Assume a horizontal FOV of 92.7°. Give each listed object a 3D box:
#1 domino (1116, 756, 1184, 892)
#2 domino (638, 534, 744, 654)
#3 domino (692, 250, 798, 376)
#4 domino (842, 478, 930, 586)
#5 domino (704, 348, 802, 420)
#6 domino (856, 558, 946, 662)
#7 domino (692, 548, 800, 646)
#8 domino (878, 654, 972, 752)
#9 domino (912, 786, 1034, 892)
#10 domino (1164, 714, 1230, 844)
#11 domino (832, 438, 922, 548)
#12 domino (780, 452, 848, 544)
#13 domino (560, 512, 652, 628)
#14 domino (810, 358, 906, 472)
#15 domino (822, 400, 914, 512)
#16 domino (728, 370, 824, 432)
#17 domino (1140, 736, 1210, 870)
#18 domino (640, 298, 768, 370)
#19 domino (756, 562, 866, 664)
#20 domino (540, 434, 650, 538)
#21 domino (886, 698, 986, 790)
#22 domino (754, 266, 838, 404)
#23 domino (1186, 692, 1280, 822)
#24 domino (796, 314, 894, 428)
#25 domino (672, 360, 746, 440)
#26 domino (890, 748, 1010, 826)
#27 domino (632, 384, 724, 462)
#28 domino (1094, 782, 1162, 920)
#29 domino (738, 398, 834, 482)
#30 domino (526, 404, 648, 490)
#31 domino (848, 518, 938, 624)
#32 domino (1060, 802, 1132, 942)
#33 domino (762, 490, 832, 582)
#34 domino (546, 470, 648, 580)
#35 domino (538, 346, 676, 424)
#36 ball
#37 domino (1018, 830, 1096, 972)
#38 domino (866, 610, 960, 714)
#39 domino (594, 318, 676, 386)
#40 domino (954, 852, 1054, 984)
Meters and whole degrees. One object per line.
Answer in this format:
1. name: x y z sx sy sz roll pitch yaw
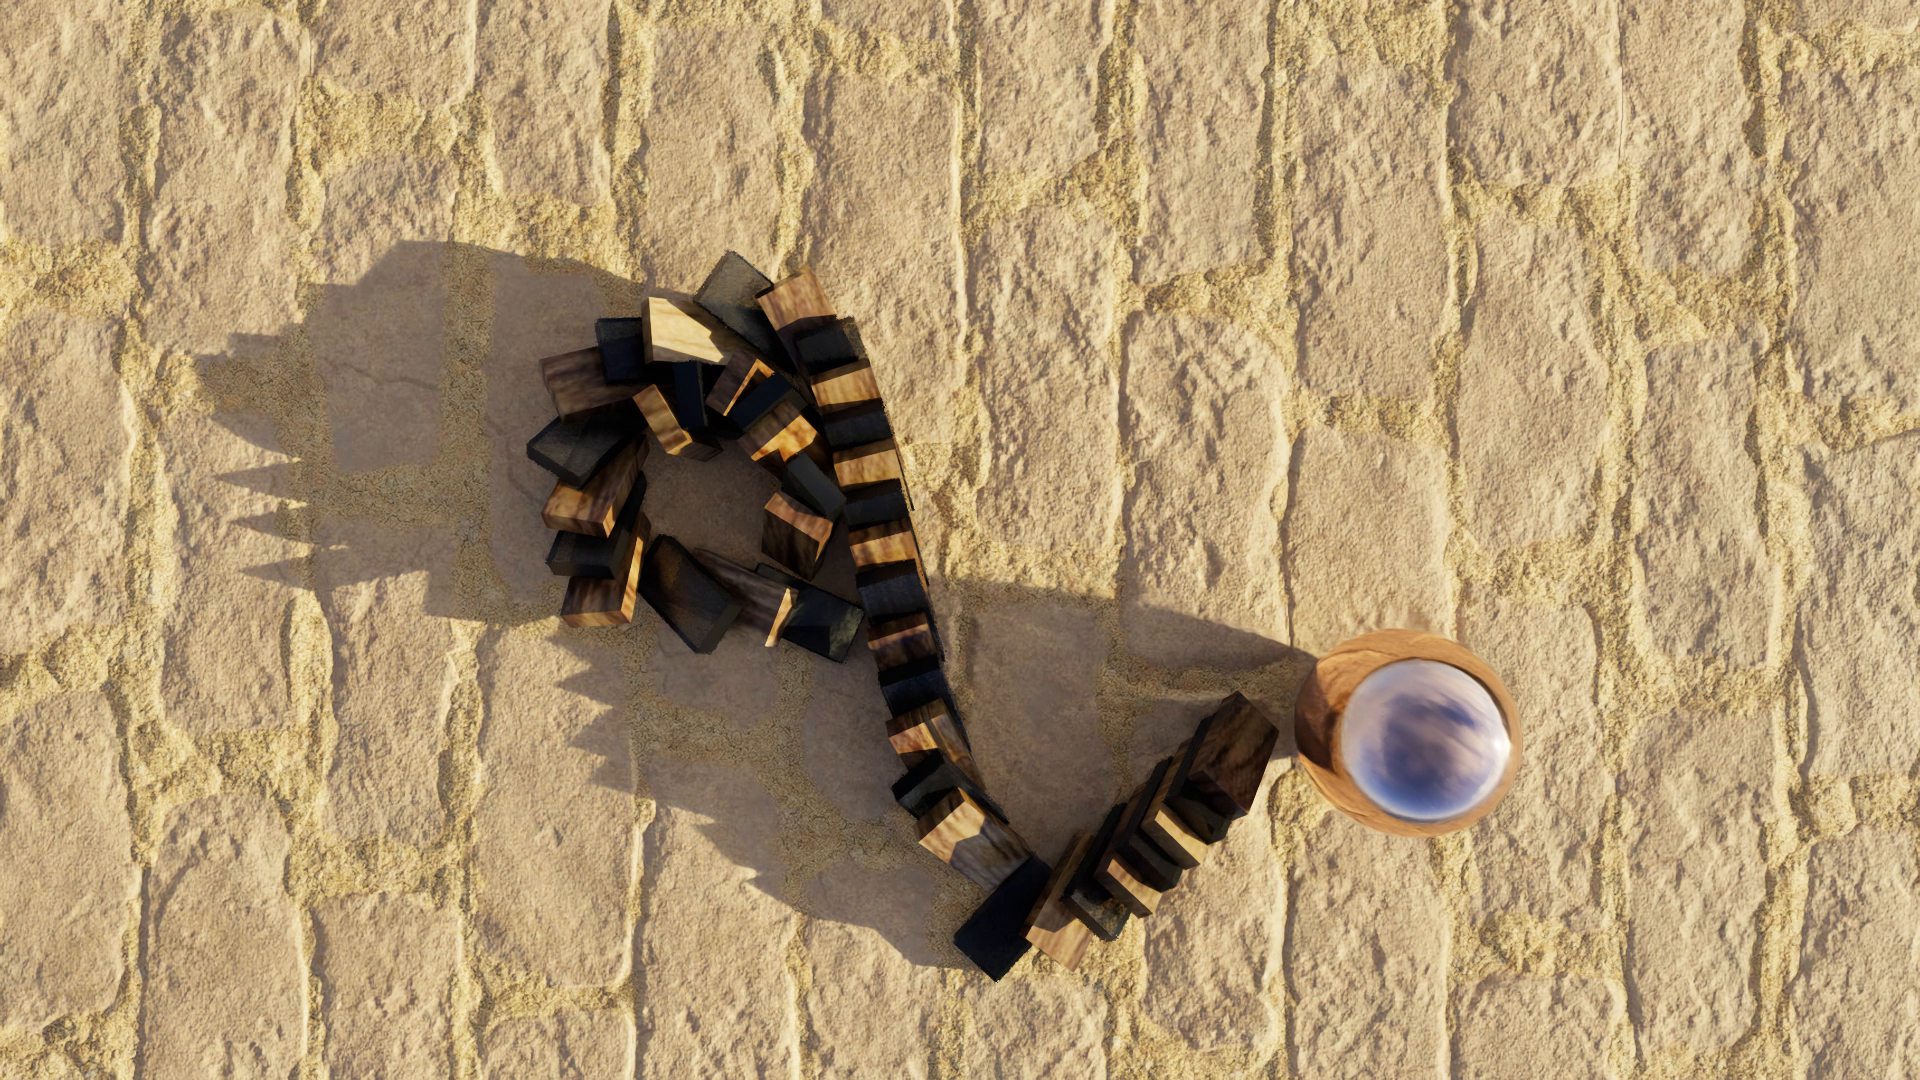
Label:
1. domino: 0.085 0.117 0.379 0.025 0.010 0.050 43 45 0
2. domino: -0.115 0.022 0.383 0.050 0.010 0.025 39 98 26
3. domino: -0.082 -0.094 0.381 0.050 0.010 0.025 36 86 -36
4. domino: -0.031 0.000 0.381 0.025 0.009 0.050 -15 126 -1
5. domino: -0.083 -0.058 0.375 0.009 0.050 0.025 31 90 12
6. domino: -0.024 0.033 0.382 0.025 0.010 0.050 -15 125 0
7. domino: -0.094 0.024 0.386 0.050 0.009 0.025 21 90 23
8. domino: -0.014 0.072 0.382 0.025 0.009 0.050 -18 124 0
9. domino: 0.006 0.126 0.382 0.025 0.010 0.050 -42 122 2
10. domino: 0.104 0.098 0.379 0.025 0.050 0.010 44 135 0
11. domino: -0.034 -0.016 0.381 0.025 0.010 0.050 -14 126 -1
12. domino: -0.061 -0.014 0.374 0.010 0.050 0.025 -41 85 -24
13. domino: -0.146 0.012 0.380 0.025 0.010 0.050 -5 53 4
14. domino: -0.042 -0.048 0.382 0.025 0.010 0.050 -18 125 0
15. domino: -0.037 -0.031 0.382 0.025 0.009 0.050 -15 126 0
16. domino: -0.073 -0.049 0.375 0.025 0.050 0.010 -41 77 0
17. domino: 0.095 0.108 0.379 0.025 0.009 0.050 44 45 0
18. domino: -0.105 -0.085 0.381 0.050 0.009 0.025 -4 90 -39
19. domino: -0.068 0.031 0.395 0.050 0.010 0.025 24 90 0
20. domino: -0.150 -0.025 0.381 0.025 0.009 0.050 9 51 0
21. domino: -0.009 0.090 0.382 0.025 0.010 0.050 -24 123 1
22. domino: -0.061 -0.085 0.382 0.025 0.009 0.050 -30 121 -4
23. domino: 0.114 0.088 0.379 0.025 0.050 0.010 45 135 0
24. domino: -0.048 -0.065 0.383 0.025 0.010 0.050 -19 120 0
25. domino: -0.100 -0.056 0.375 0.009 0.050 0.025 -7 90 9
26. domino: -0.003 0.111 0.383 0.025 0.010 0.050 -40 122 1
27. domino: -0.114 -0.047 0.375 0.009 0.050 0.025 -32 90 1
28. domino: 0.076 0.127 0.379 0.025 0.010 0.050 43 45 0
29. domino: -0.068 -0.037 0.375 0.025 0.050 0.009 -40 71 0
30. domino: -0.152 -0.046 0.381 0.025 0.010 0.050 32 53 0
31. domino: -0.027 0.016 0.381 0.025 0.009 0.050 -15 126 -1
32. domino: 0.064 0.137 0.381 0.025 0.010 0.050 43 52 0
33. domino: -0.067 -0.001 0.375 0.025 0.050 0.009 32 66 0
34. domino: -0.150 -0.008 0.381 0.025 0.010 0.050 4 54 0
35. domino: -0.145 -0.068 0.382 0.050 0.009 0.025 -24 86 -32
36. ball: 0.173 0.075 0.360 0.080 0.080 0.080 0 90 0
37. domino: 0.049 0.151 0.386 0.025 0.009 0.050 37 69 -5
38. domino: -0.019 0.055 0.383 0.025 0.009 0.050 -18 120 0
39. domino: -0.124 -0.080 0.383 0.050 0.010 0.025 -10 90 -30
40. domino: 0.024 0.162 0.395 0.025 0.010 0.050 43 90 0
